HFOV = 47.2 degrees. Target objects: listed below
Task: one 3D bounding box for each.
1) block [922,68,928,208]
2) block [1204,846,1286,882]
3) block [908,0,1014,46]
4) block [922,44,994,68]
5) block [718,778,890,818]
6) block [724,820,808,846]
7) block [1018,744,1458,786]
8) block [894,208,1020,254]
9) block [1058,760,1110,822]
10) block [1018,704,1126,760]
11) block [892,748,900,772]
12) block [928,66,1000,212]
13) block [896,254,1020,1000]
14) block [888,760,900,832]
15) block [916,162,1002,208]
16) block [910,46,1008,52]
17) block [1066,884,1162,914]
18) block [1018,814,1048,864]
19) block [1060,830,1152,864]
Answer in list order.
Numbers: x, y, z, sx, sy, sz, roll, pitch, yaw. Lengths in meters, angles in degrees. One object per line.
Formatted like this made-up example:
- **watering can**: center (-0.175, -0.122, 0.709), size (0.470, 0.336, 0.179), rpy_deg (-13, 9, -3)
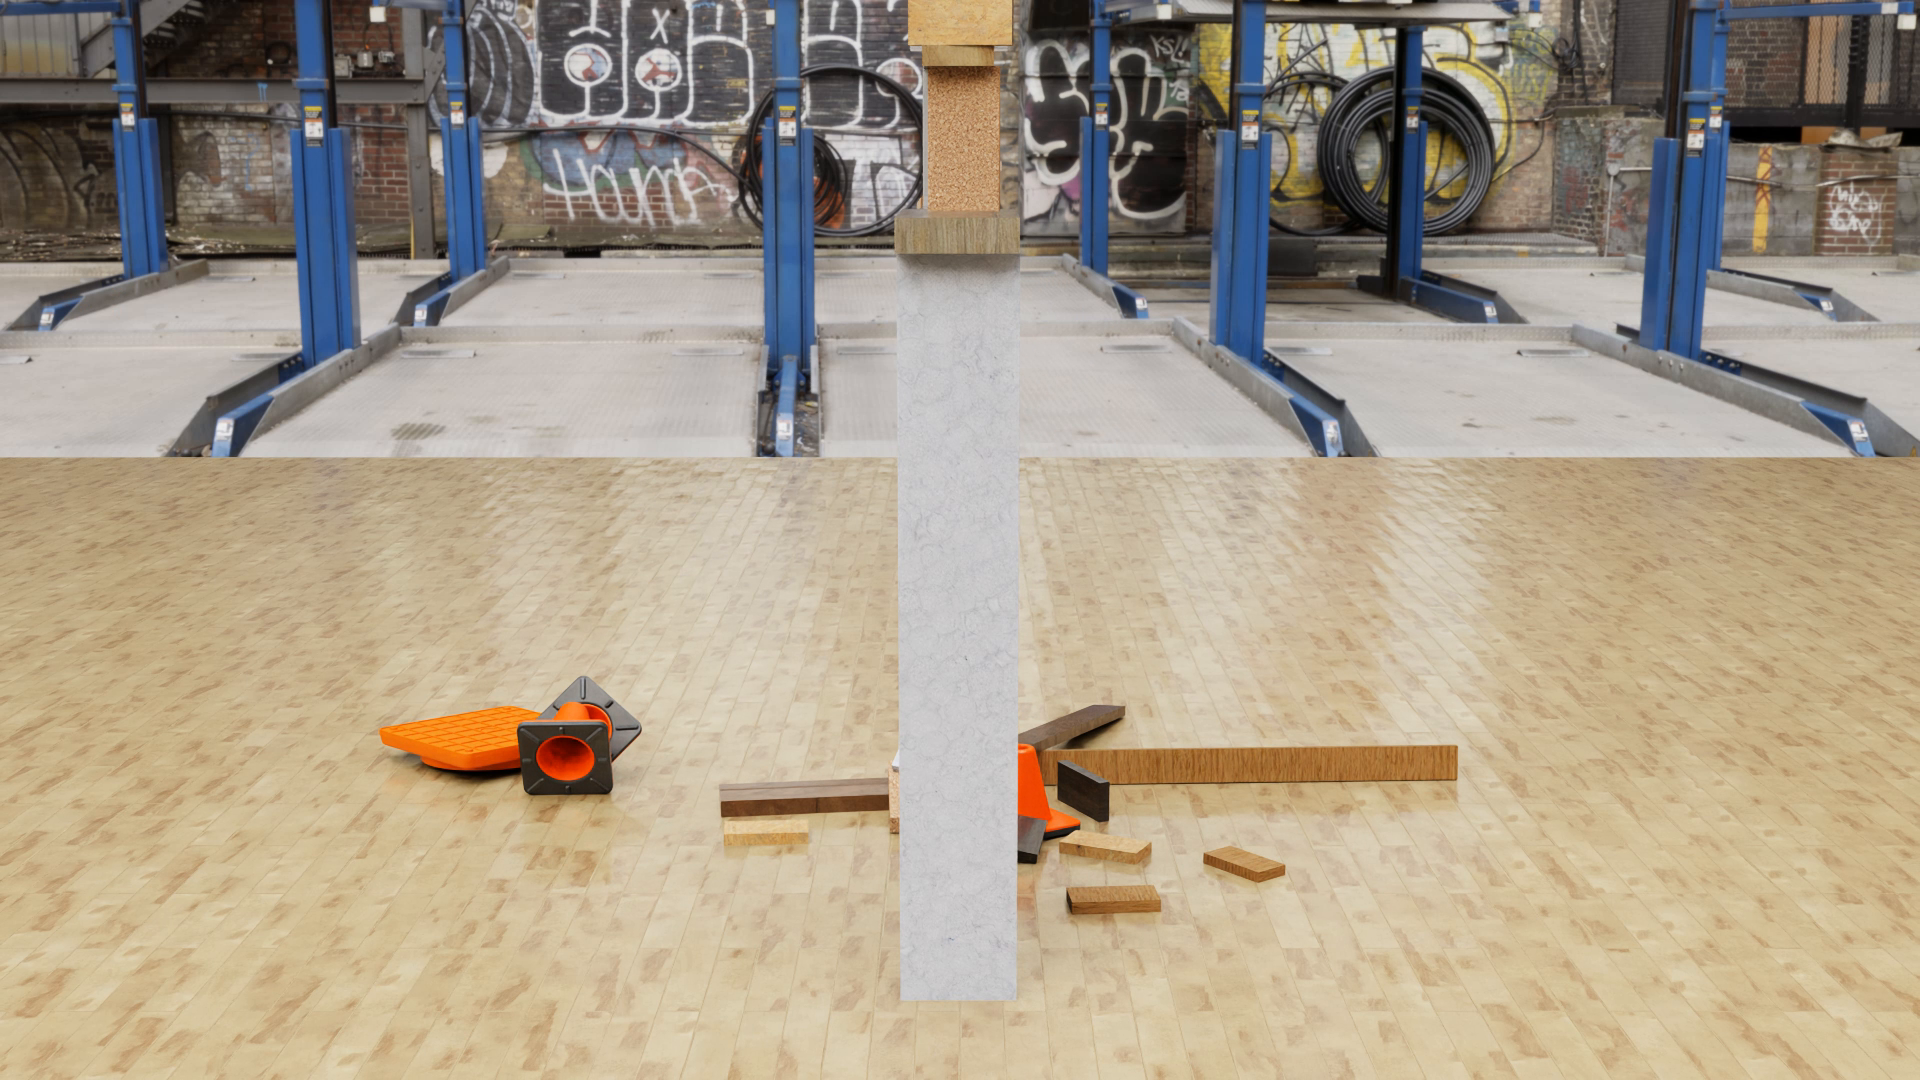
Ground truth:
- **block**: center (-0.004, -0.593, 3.360), size (0.104, 0.248, 0.029), rpy_deg (0, 11, 1)
- **block**: center (0.489, 0.558, 3.790), size (0.066, 0.019, 0.131), rpy_deg (-8, 13, -38)
- **block**: center (0.002, -0.863, 3.155), size (0.149, 0.299, 0.042), rpy_deg (1, 11, 4)
- **block**: center (-0.003, -0.717, 3.270), size (0.104, 0.029, 0.208), rpy_deg (0, 11, 0)
- **block**: center (-0.252, 0.484, 4.155), size (0.402, 0.031, 0.109), rpy_deg (-1, 11, -8)
- **block**: center (-0.348, 0.526, 3.955), size (0.150, 0.021, 0.075), rpy_deg (-1, 11, -4)
- **block**: center (0.495, 0.439, 4.295), size (0.961, 0.066, 0.019), rpy_deg (0, 3, -3)
- **block**: center (-0.003, -0.444, 3.151), size (0.170, 0.048, 0.340), rpy_deg (0, 11, 0)
- **block**: center (0.230, 0.469, 4.115), size (0.021, 0.075, 0.159), rpy_deg (-5, 12, -26)
- **block**: center (0.176, 0.392, 4.412), size (0.073, 0.021, 0.810), rpy_deg (1, 3, 22)
- **block**: center (-0.065, 0.417, 4.131), size (0.113, 0.016, 0.057), rpy_deg (9, 49, 18)
- **block**: center (0.006, -0.589, 3.227), size (0.104, 0.208, 0.029), rpy_deg (1, 11, 5)
- **block**: center (-0.002, 0.135, 3.143), size (0.170, 1.087, 0.048), rpy_deg (0, 10, 0)
- **block**: center (-0.077, 0.475, 4.080), size (0.109, 0.031, 0.219), rpy_deg (1, 22, -3)
- **block**: center (-0.002, -0.567, 3.534), size (0.075, 0.021, 0.150), rpy_deg (17, -38, -22)
- **block**: center (-0.001, -0.899, 3.353), size (0.149, 0.299, 0.042), rpy_deg (0, 8, 0)
- **block**: center (0.252, 0.590, 3.611), size (0.146, 0.021, 0.073), rpy_deg (-1, 11, -5)
- **block**: center (0.113, 0.526, 3.878), size (0.066, 0.019, 0.131), rpy_deg (11, 21, 7)
- **block**: center (0.256, 0.541, 3.875), size (0.146, 0.021, 0.073), rpy_deg (5, 12, 26)
